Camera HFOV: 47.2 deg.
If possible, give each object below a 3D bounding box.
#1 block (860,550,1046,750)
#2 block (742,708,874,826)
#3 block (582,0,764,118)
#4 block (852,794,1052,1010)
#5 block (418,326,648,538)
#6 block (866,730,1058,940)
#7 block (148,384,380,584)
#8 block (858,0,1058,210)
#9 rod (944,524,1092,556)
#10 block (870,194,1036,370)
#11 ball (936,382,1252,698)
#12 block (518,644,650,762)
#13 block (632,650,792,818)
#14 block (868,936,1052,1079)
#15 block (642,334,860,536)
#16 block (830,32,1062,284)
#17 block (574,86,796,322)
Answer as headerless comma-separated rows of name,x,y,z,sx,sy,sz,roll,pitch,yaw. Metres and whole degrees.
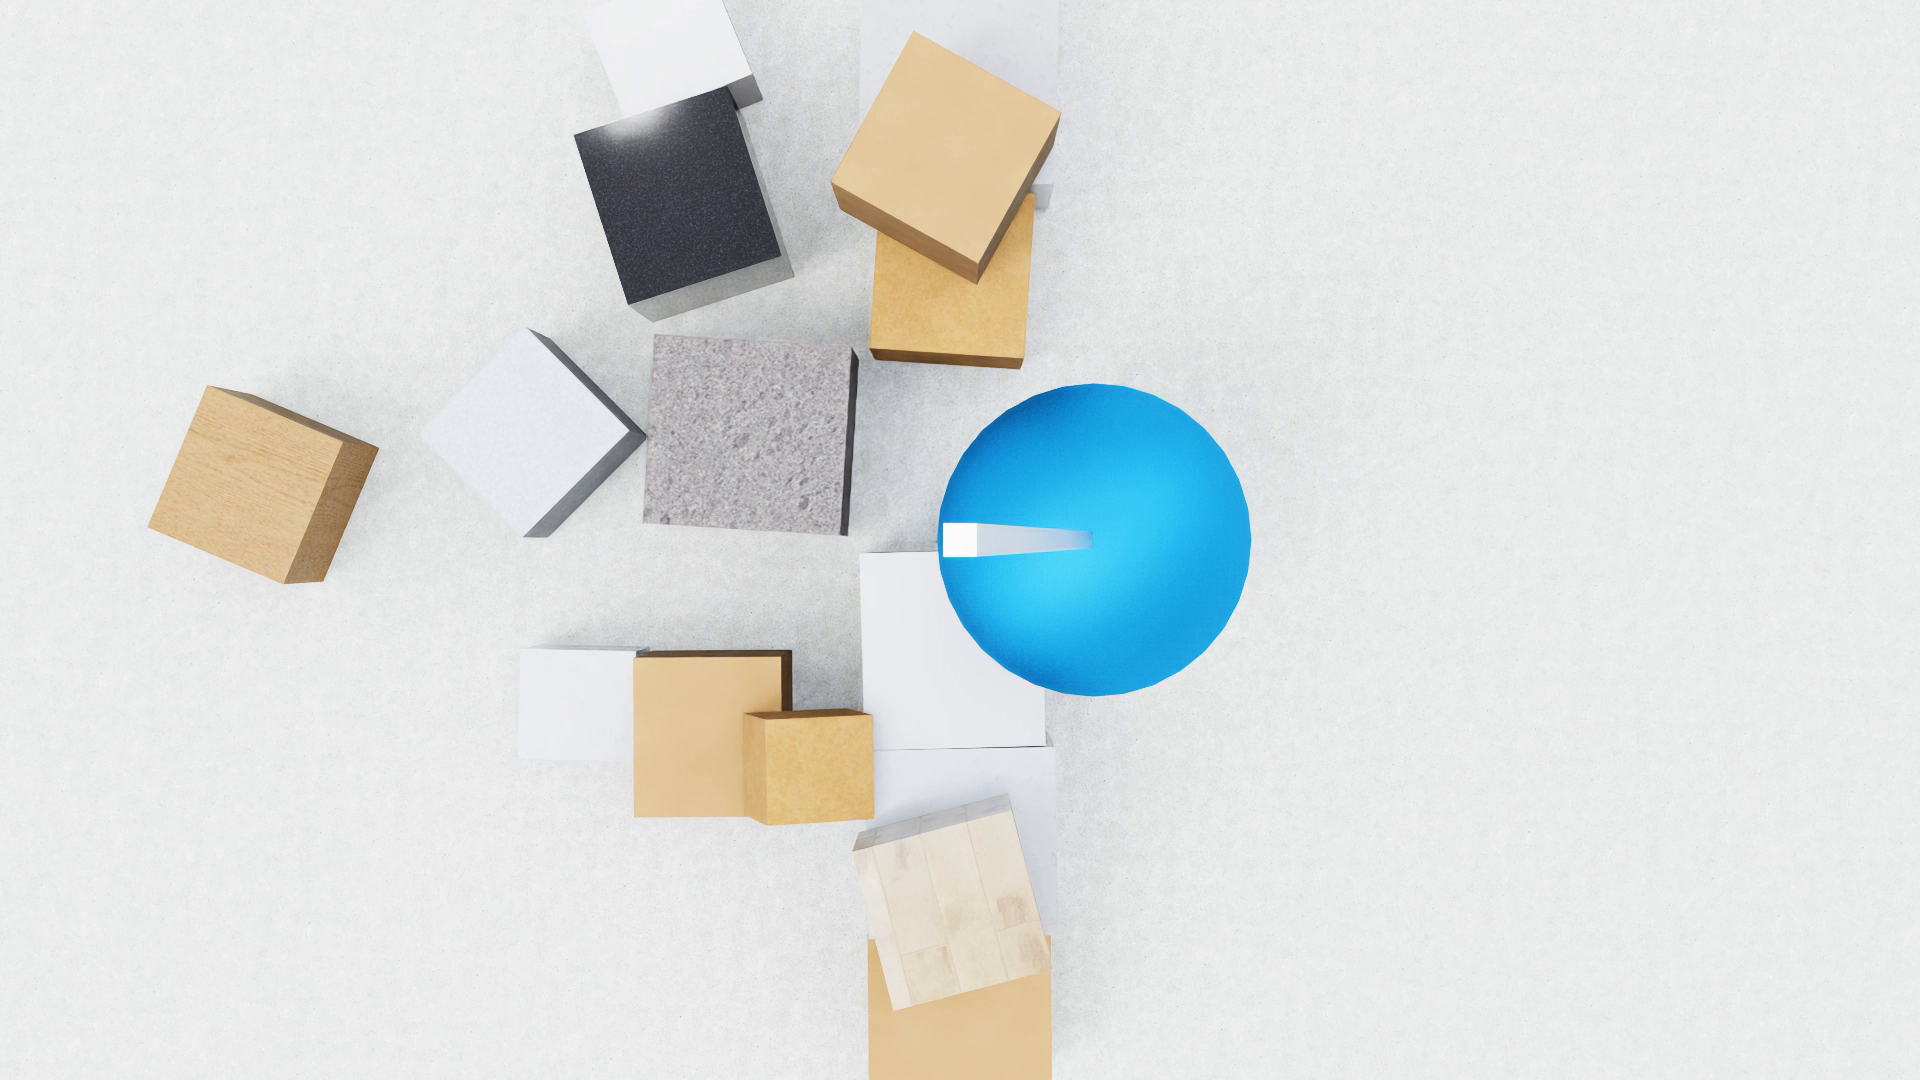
block,-0.040,0.597,12.488,0.985,1.024,1.073,-2,90,0
block,-0.828,1.227,11.966,0.595,0.504,0.562,-1,90,-19
block,-1.636,-2.772,12.639,0.750,0.721,0.674,-22,90,0
block,-0.039,1.891,11.602,0.841,0.762,0.839,-15,90,0
block,-2.429,-0.602,12.619,0.843,0.761,0.820,-45,90,0
block,0.009,1.652,12.491,1.037,1.017,1.027,-1,90,0
block,-3.975,-0.308,12.613,0.820,0.773,0.860,23,90,0
block,-0.009,-2.535,12.542,1.082,0.917,1.135,1,90,0
rod,0.295,0.000,7.837,0.080,5.200,0.080,0,90,7
block,-0.043,-1.492,12.592,0.862,0.816,0.915,4,90,0
ball,0.680,0.000,11.215,1.600,1.600,1.600,0,90,0
block,-2.163,0.932,12.708,0.651,0.583,0.622,1,90,0
block,-1.399,1.092,12.588,0.821,0.823,0.885,0,90,0
block,-0.001,2.630,12.544,1.009,0.912,0.917,0,90,0
block,-1.171,-0.579,12.548,1.088,0.905,1.045,4,90,0
block,-0.072,-1.989,11.605,0.857,0.957,0.872,29,90,0
block,-1.546,-1.886,12.516,0.885,0.968,0.979,-18,90,0
